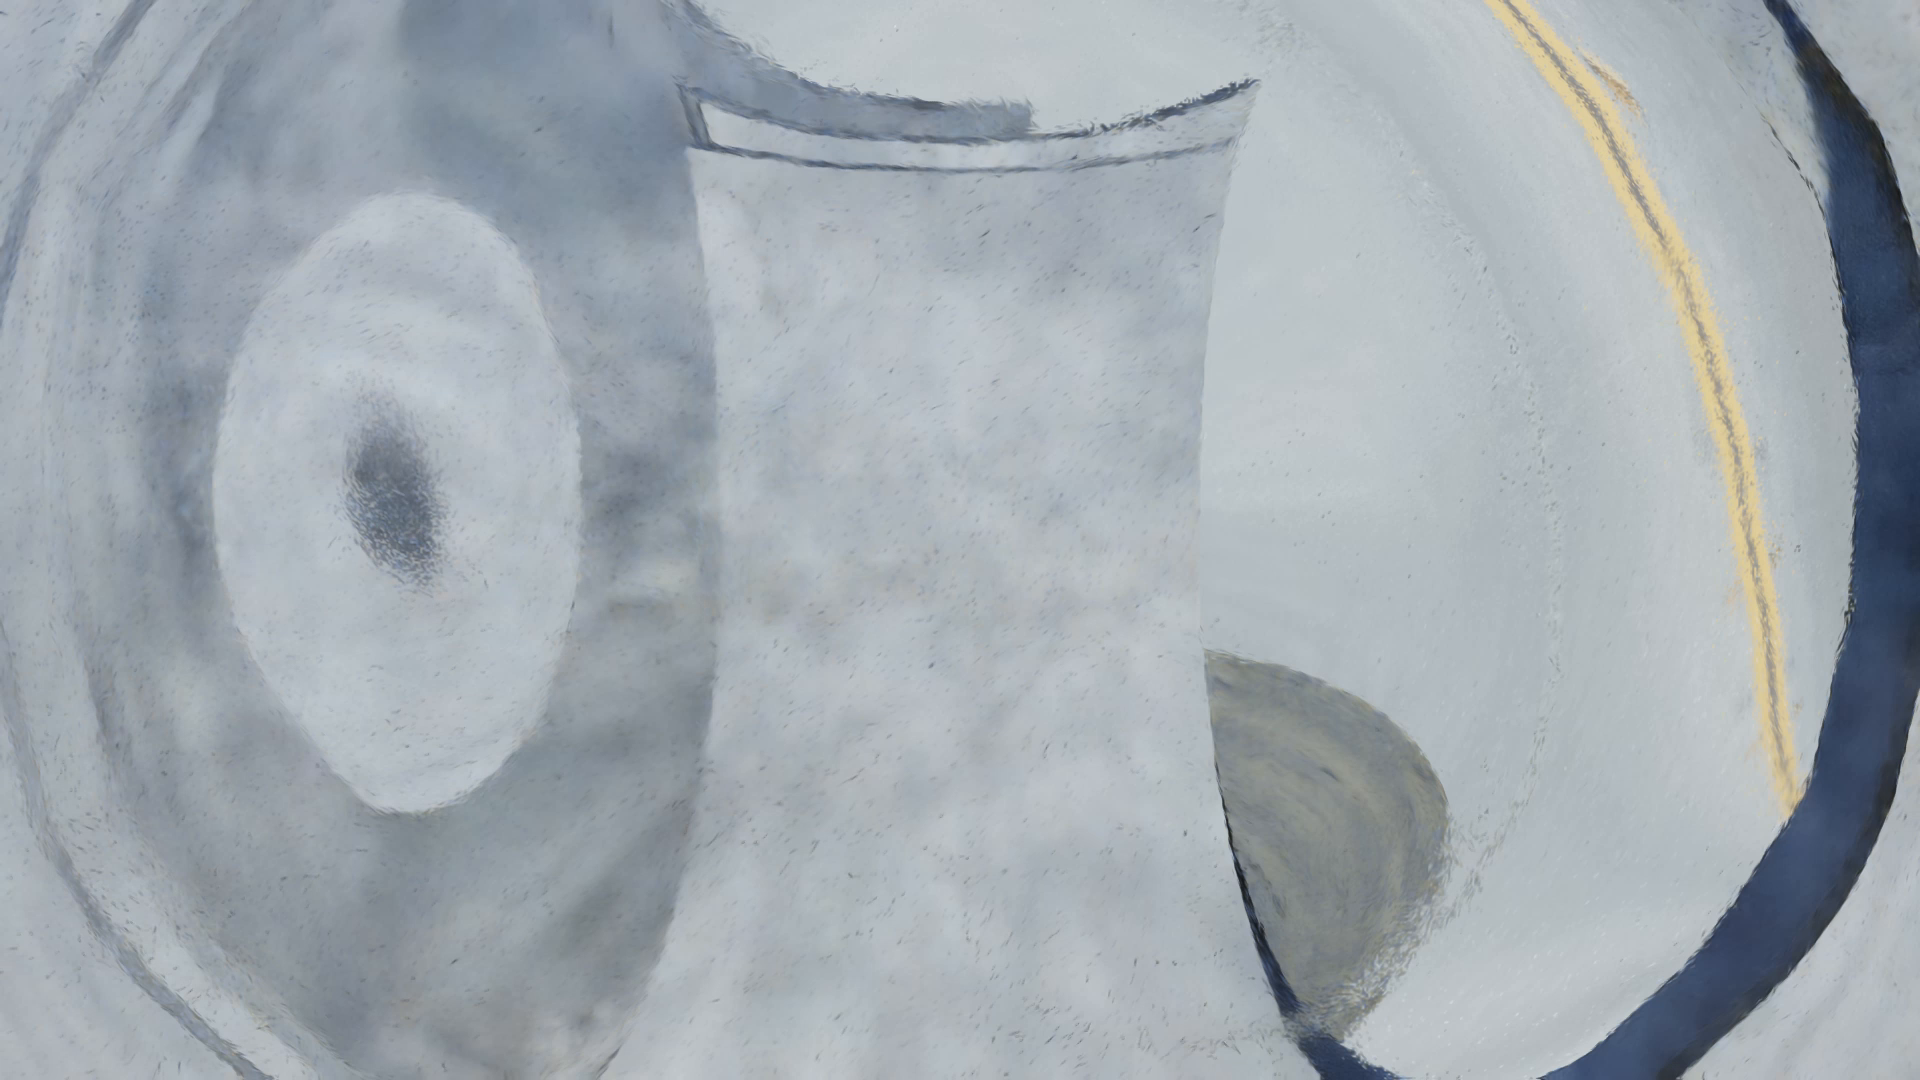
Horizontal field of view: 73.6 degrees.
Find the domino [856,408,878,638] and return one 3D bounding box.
[{"bbox_3d":[-0.010,-0.004,0.287,0.025,0.050,0.009,-2,5,-20],"label":"domino"}]

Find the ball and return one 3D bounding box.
[{"bbox_3d":[0.000,-0.002,0.056,0.080,0.080,0.080,0,4,0],"label":"ball"}]

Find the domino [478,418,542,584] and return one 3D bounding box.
[{"bbox_3d":[-0.139,-0.013,0.402,0.010,0.050,0.025,1,4,13],"label":"domino"}]

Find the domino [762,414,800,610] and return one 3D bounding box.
[{"bbox_3d":[-0.039,-0.008,0.339,0.025,0.050,0.009,-3,5,-38],"label":"domino"}]

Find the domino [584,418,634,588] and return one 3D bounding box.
[{"bbox_3d":[-0.101,-0.012,0.389,0.010,0.050,0.025,2,5,26],"label":"domino"}]

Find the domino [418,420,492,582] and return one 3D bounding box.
[{"bbox_3d":[-0.160,-0.013,0.406,0.009,0.050,0.025,1,4,7],"label":"domino"}]

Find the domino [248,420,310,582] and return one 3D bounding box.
[{"bbox_3d":[-0.213,-0.013,0.404,0.010,0.050,0.025,-1,4,-8],"label":"domino"}]

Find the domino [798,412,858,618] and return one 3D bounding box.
[{"bbox_3d":[-0.027,-0.007,0.322,0.025,0.050,0.009,-3,5,-32],"label":"domino"}]

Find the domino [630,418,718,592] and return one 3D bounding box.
[{"bbox_3d":[-0.084,-0.011,0.379,0.009,0.050,0.025,3,5,32],"label":"domino"}]

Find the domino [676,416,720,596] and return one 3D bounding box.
[{"bbox_3d":[-0.068,-0.010,0.368,0.010,0.050,0.025,3,5,38],"label":"domino"}]

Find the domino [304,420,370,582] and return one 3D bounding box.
[{"bbox_3d":[-0.197,-0.013,0.406,0.009,0.050,0.025,0,4,-6],"label":"domino"}]

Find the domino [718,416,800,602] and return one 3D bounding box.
[{"bbox_3d":[-0.054,-0.009,0.355,0.009,0.050,0.025,4,6,44],"label":"domino"}]

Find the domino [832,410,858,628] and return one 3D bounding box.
[{"bbox_3d":[-0.017,-0.005,0.304,0.025,0.050,0.009,-2,5,-26],"label":"domino"}]

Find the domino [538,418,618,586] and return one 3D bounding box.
[{"bbox_3d":[-0.118,-0.012,0.396,0.009,0.050,0.025,2,5,21],"label":"domino"}]

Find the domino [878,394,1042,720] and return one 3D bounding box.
[{"bbox_3d":[0.000,0.002,0.201,0.025,0.050,0.009,0,4,0],"label":"domino"}]

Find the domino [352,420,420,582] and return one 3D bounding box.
[{"bbox_3d":[-0.182,-0.013,0.407,0.010,0.050,0.025,0,4,-2],"label":"domino"}]
